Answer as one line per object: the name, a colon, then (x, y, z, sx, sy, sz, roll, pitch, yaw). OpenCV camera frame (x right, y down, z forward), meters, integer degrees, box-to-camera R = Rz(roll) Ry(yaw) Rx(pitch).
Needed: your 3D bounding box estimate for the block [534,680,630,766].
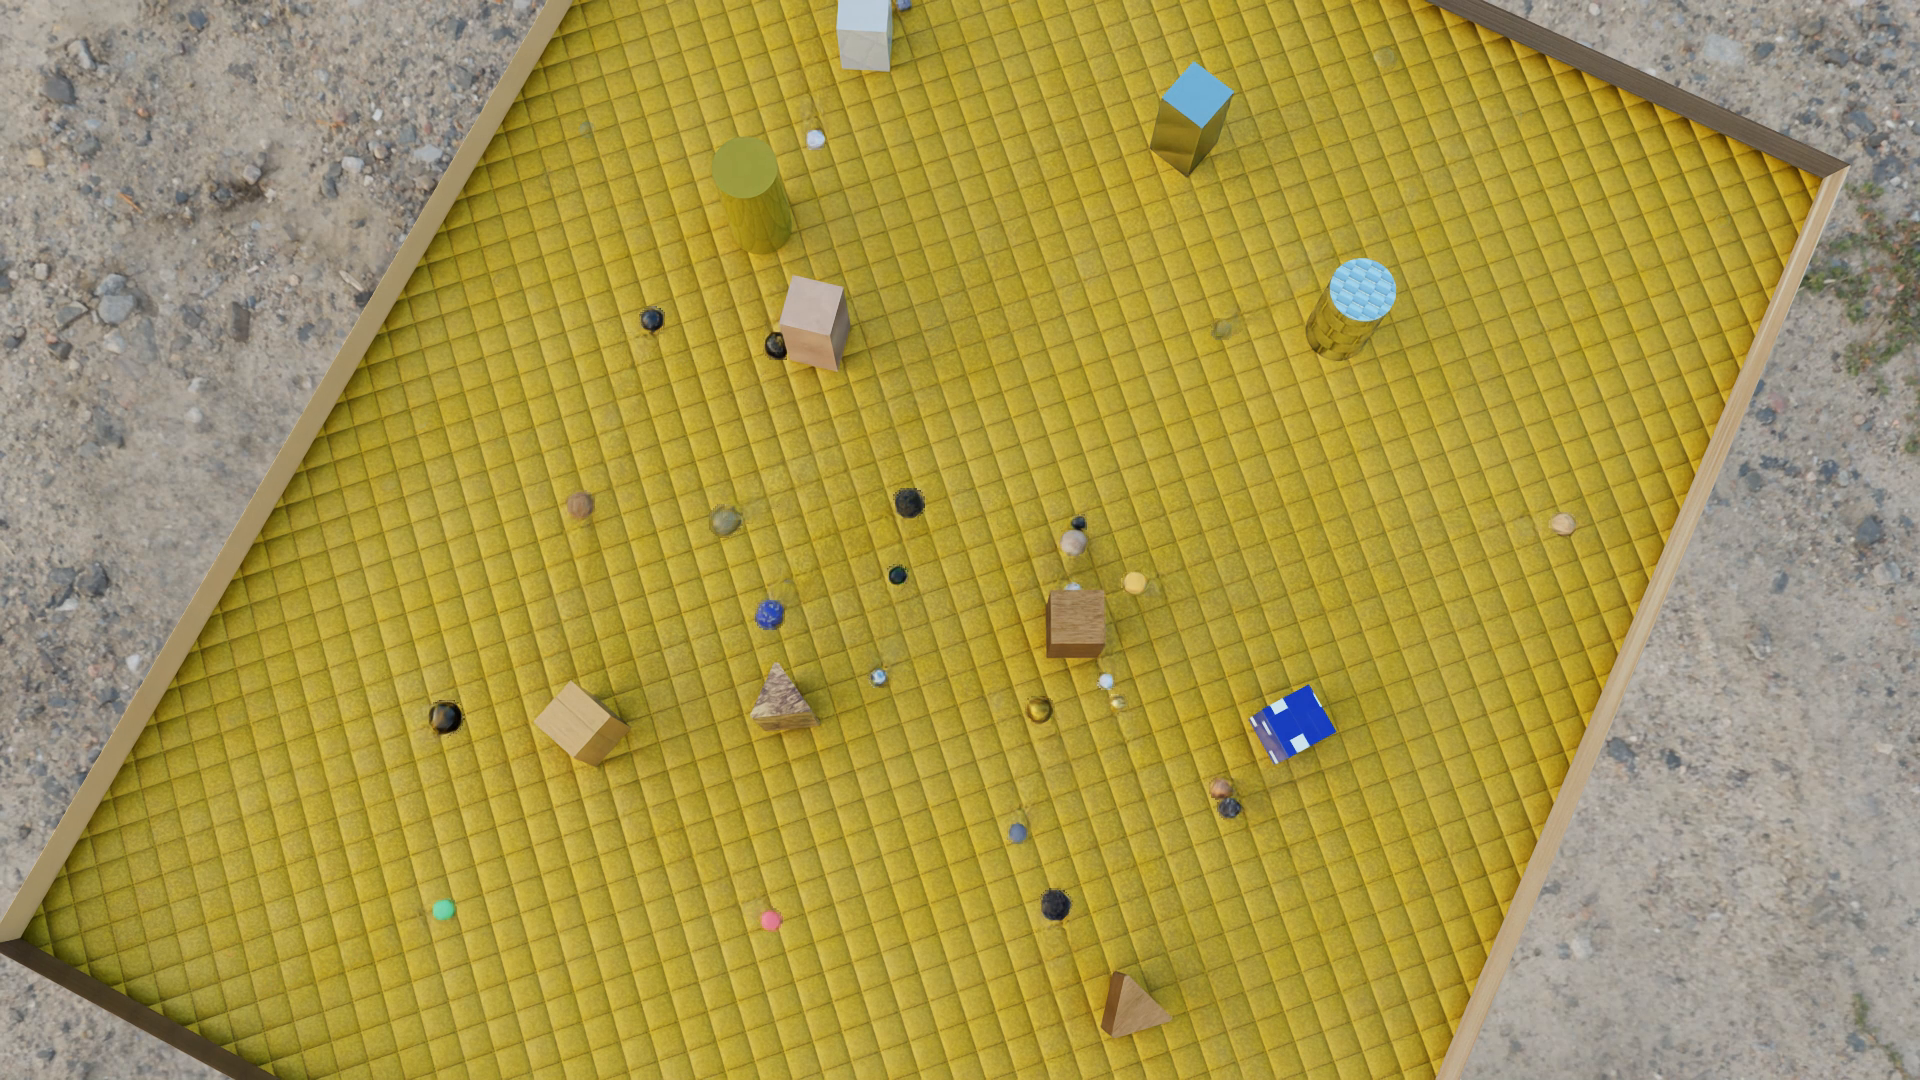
block: (-1.096, 0.539, 5.336, 0.156, 0.330, 0.156, 40, 81, 8)

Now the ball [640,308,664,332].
ball: (-0.961, -0.687, 5.723, 0.070, 0.070, 0.070, 0, 78, 0)

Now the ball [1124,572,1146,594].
ball: (0.531, 0.131, 5.555, 0.068, 0.068, 0.068, 0, 78, 0)

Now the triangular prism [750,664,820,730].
triangular prism: (-0.510, 0.453, 5.328, 0.168, 0.381, 0.146, -6, 78, -1)

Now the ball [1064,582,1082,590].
ball: (0.345, 0.158, 5.555, 0.057, 0.057, 0.057, 0, 78, 0)

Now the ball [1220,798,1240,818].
ball: (0.799, 0.793, 5.421, 0.062, 0.062, 0.062, 0, 78, 0)

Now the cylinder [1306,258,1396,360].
cylinder: (1.182, -0.694, 5.562, 0.194, 0.389, 0.194, 0, 78, 0)

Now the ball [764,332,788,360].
ball: (-0.567, -0.605, 5.699, 0.084, 0.084, 0.084, 0, 78, 0)

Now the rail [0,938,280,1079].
rail: (-1.024, 2.013, 5.135, 3.921, 0.126, 0.045, 26, 80, 5)

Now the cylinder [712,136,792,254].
cylinder: (-0.631, -1.045, 5.596, 0.194, 0.464, 0.194, 0, 78, 0)

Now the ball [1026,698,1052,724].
ball: (0.237, 0.509, 5.471, 0.079, 0.079, 0.079, 0, 78, 0)

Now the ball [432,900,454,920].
ball: (-1.512, 1.082, 5.361, 0.062, 0.062, 0.062, 0, 78, 0)

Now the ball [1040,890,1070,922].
ball: (0.279, 1.068, 5.351, 0.087, 0.087, 0.087, 0, 78, 0)

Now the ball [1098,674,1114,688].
ball: (0.440, 0.423, 5.506, 0.046, 0.046, 0.046, 0, 78, 0)

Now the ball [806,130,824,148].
ball: (-0.462, -1.281, 5.851, 0.059, 0.059, 0.059, 0, 78, 0)

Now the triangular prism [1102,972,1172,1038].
triangular prism: (0.472, 1.290, 5.153, 0.168, 0.385, 0.146, -16, 79, -3)

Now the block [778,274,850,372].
block: (-0.438, -0.654, 5.568, 0.156, 0.361, 0.156, 14, 79, 3)

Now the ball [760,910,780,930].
ball: (-0.554, 1.112, 5.356, 0.059, 0.059, 0.059, 0, 78, 0)

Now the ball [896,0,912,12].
ball: (-0.183, -1.742, 5.952, 0.048, 0.048, 0.048, 0, 78, 0)

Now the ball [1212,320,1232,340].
ball: (0.819, -0.657, 5.722, 0.060, 0.060, 0.060, 0, 78, 0)

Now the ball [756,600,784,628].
ball: (-0.572, 0.224, 5.527, 0.084, 0.084, 0.084, 0, 78, 0)

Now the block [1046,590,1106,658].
block: (0.339, 0.251, 5.413, 0.156, 0.298, 0.156, 0, 78, 0)

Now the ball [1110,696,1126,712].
ball: (0.473, 0.491, 5.489, 0.051, 0.051, 0.051, 0, 78, 0)

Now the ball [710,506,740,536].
ball: (-0.714, -0.058, 5.582, 0.092, 0.092, 0.092, 0, 78, 0)

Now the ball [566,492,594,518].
ball: (-1.161, -0.105, 5.597, 0.081, 0.081, 0.081, 0, 78, 0)

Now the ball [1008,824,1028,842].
ball: (0.171, 0.864, 5.409, 0.056, 0.056, 0.056, 0, 78, 0)

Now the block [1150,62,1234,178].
block: (0.716, -1.302, 5.696, 0.156, 0.373, 0.156, 39, 81, 7)

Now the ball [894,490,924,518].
ball: (-0.156, -0.110, 5.594, 0.089, 0.089, 0.089, 0, 78, 0)

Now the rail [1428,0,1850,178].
rail: (1.024, -1.999, 5.965, 3.921, 0.126, 0.045, 26, 80, 5)

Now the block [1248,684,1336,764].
block: (0.971, 0.543, 5.371, 0.156, 0.261, 0.156, -28, 80, -5)

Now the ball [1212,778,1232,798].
ball: (0.776, 0.737, 5.433, 0.061, 0.061, 0.061, 0, 78, 0)

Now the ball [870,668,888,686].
ball: (-0.244, 0.413, 5.504, 0.053, 0.053, 0.053, 0, 78, 0)

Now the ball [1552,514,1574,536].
ball: (1.841, -0.046, 5.592, 0.066, 0.066, 0.066, 0, 78, 0)

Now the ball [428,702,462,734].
ball: (-1.533, 0.529, 5.457, 0.097, 0.097, 0.097, 0, 78, 0)

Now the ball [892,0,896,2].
ball: (-0.214, -1.776, 5.961, 0.045, 0.045, 0.045, 0, 78, 0)

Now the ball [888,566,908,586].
ball: (-0.189, 0.109, 5.565, 0.057, 0.057, 0.057, 0, 78, 0)

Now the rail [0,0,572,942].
rail: (-1.732, -0.842, 5.725, 0.045, 0.126, 4.628, 26, 80, 5)

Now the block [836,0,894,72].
block: (-0.300, -1.624, 5.815, 0.156, 0.269, 0.156, 4, 78, 1)

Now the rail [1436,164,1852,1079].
rail: (1.732, 0.855, 5.374, 0.045, 0.126, 4.628, 26, 80, 5)

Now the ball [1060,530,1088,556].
ball: (0.345, 0.009, 5.573, 0.083, 0.083, 0.083, 0, 78, 0)

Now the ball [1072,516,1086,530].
ball: (0.362, -0.052, 5.605, 0.044, 0.044, 0.044, 0, 78, 0)
